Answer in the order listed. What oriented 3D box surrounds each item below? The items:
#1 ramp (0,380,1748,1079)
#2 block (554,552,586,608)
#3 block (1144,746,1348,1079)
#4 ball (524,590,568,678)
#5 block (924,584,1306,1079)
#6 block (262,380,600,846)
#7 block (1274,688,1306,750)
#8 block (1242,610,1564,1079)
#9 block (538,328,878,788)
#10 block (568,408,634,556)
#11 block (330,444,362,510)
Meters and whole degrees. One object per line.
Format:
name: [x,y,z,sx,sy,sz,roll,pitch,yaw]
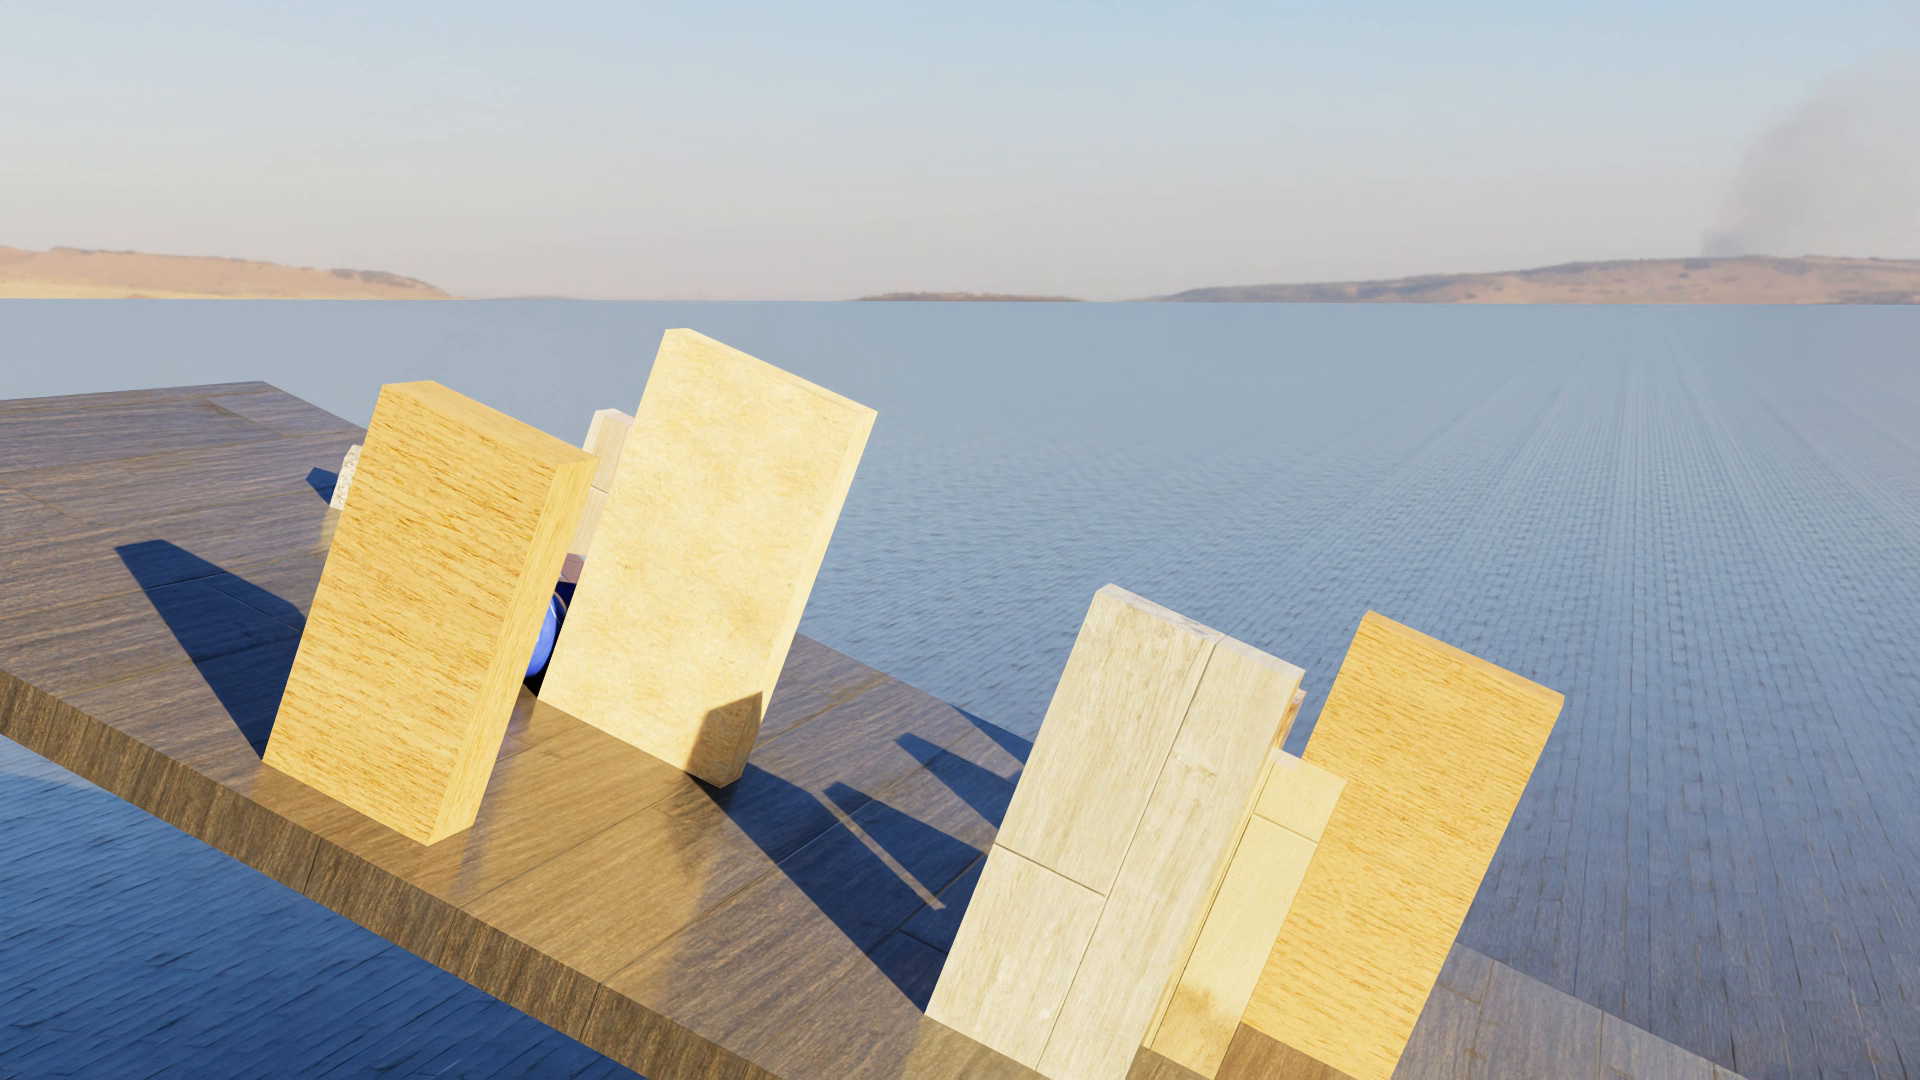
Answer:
ramp: [-0.311,0.554,4.197,4.000,0.100,2.000,24,13,13]
block: [-0.808,0.140,4.470,0.181,0.181,0.181,11,16,-38]
block: [0.390,0.588,3.709,0.327,0.546,0.091,24,13,13]
ball: [-0.846,0.171,4.251,0.193,0.193,0.193,0,7,0]
block: [0.236,0.480,3.446,0.332,0.750,0.093,24,13,13]
block: [-0.837,0.112,3.467,0.316,0.649,0.142,24,13,13]
block: [0.492,0.448,4.778,0.373,0.406,0.144,24,13,13]
block: [0.741,0.553,3.914,0.367,0.770,0.096,24,13,13]
block: [-0.480,0.034,4.124,0.406,0.758,0.098,24,13,13]
block: [-0.674,-0.022,4.850,0.409,0.404,0.089,24,13,13]
block: [-1.319,-0.126,4.895,0.118,0.118,0.118,19,13,-11]
